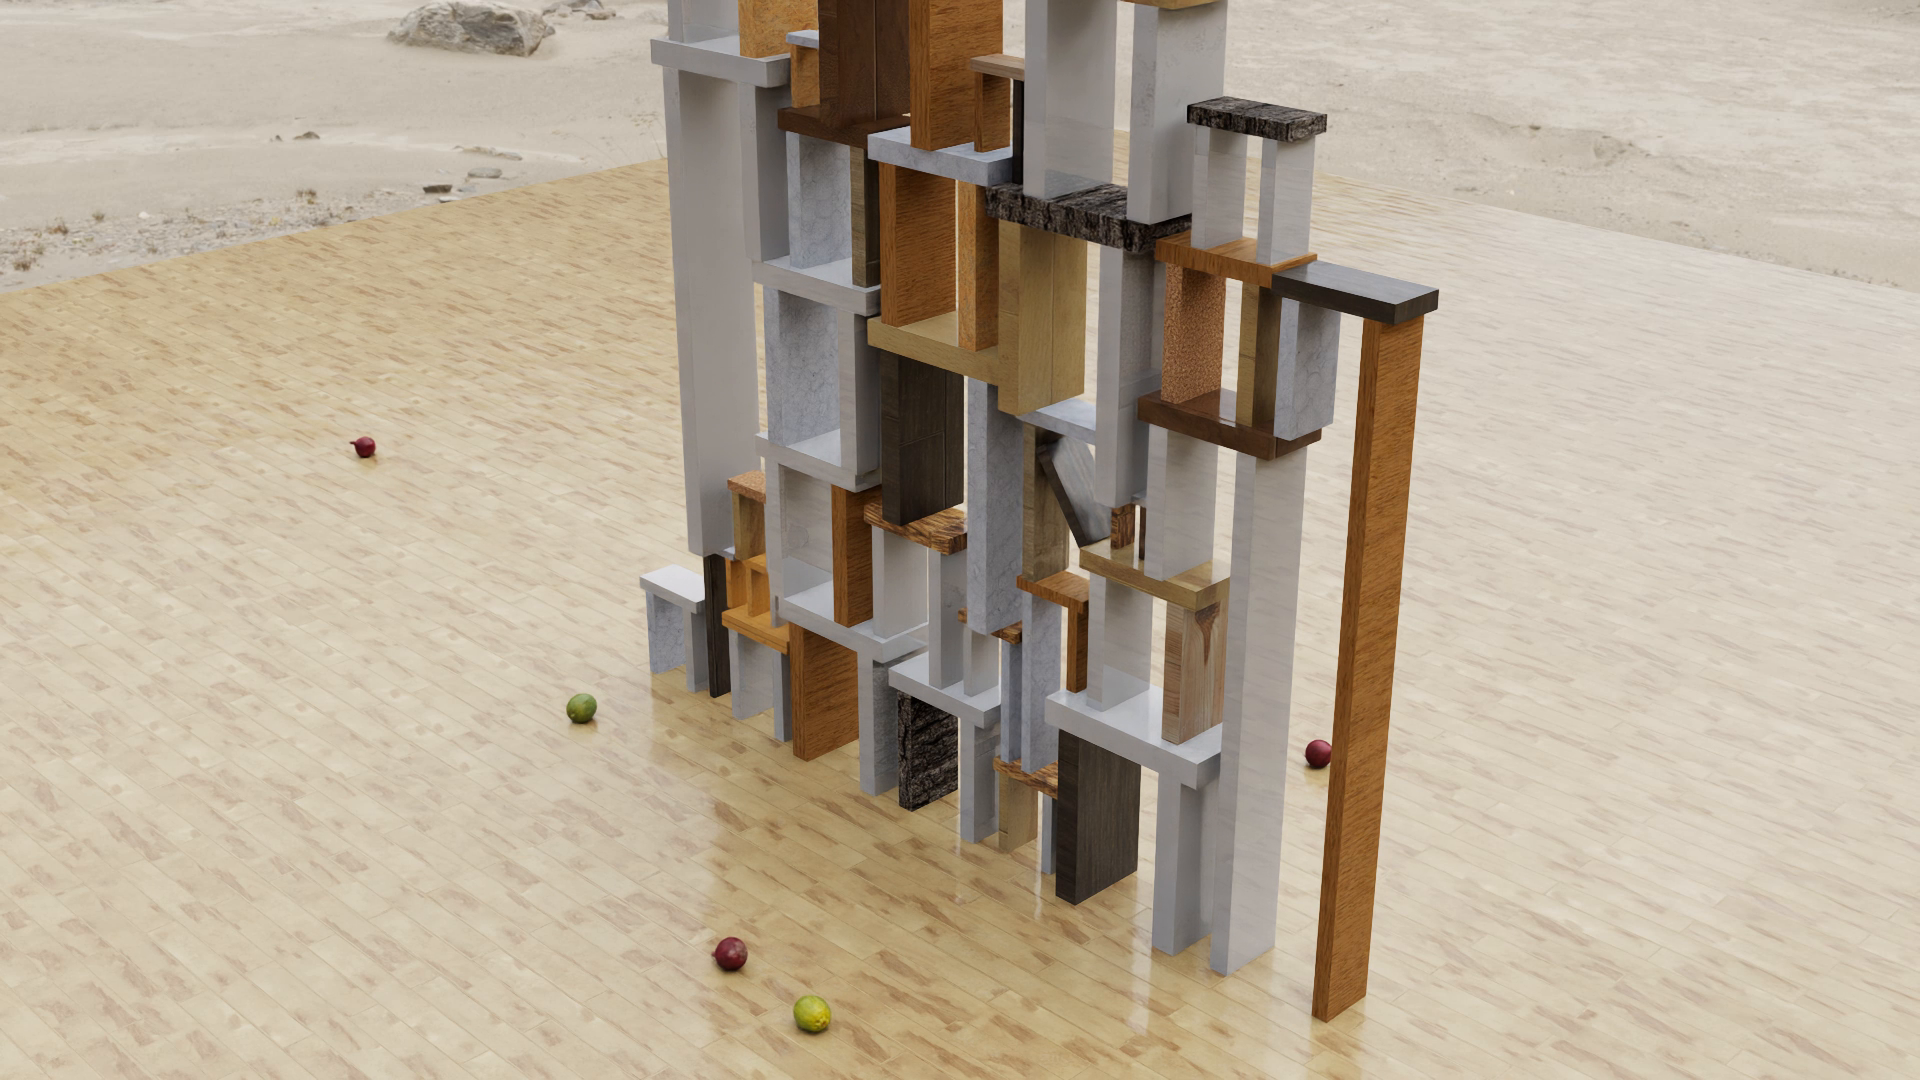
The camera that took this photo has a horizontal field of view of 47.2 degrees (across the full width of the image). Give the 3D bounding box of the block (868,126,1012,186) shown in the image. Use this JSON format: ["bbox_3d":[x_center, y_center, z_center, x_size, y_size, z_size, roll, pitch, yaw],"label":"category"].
[{"bbox_3d":[-0.006,-0.691,3.930,0.152,0.043,0.304,-21,31,-40],"label":"block"}]

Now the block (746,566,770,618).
[{"bbox_3d":[-0.432,0.103,4.740,0.016,0.116,0.058,21,31,41],"label":"block"}]

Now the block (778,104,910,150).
[{"bbox_3d":[-0.205,-0.779,4.119,0.264,0.037,0.132,21,31,40],"label":"block"}]

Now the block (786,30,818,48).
[{"bbox_3d":[-0.264,-0.934,4.110,0.120,0.017,0.060,21,31,40],"label":"block"}]

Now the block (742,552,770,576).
[{"bbox_3d":[-0.405,0.053,4.689,0.058,0.016,0.116,-21,31,-40],"label":"block"}]

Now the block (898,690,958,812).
[{"bbox_3d":[-0.064,0.406,4.463,0.038,0.265,0.133,21,31,41],"label":"block"}]

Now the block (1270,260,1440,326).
[{"bbox_3d":[0.608,-0.383,3.394,0.230,0.033,0.115,21,31,41],"label":"block"}]

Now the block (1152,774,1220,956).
[{"bbox_3d":[0.431,0.558,3.988,0.051,0.358,0.179,21,31,41],"label":"block"}]

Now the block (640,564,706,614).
[{"bbox_3d":[-0.618,0.109,4.949,0.203,0.029,0.101,21,31,41],"label":"block"}]

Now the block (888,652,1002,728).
[{"bbox_3d":[-0.002,0.291,4.346,0.265,0.038,0.133,21,31,41],"label":"block"}]

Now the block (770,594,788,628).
[{"bbox_3d":[-0.377,0.124,4.689,0.058,0.116,0.016,-21,31,-41],"label":"block"}]

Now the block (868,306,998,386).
[{"bbox_3d":[0.011,-0.366,4.061,0.173,0.049,0.346,-21,31,-40],"label":"block"}]

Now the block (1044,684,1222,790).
[{"bbox_3d":[0.347,0.337,3.985,0.358,0.051,0.179,21,31,41],"label":"block"}]

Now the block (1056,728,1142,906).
[{"bbox_3d":[0.262,0.492,4.143,0.051,0.358,0.179,21,31,41],"label":"block"}]

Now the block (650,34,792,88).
[{"bbox_3d":[-0.426,-0.941,4.282,0.344,0.049,0.172,21,31,40],"label":"block"}]

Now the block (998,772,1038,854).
[{"bbox_3d":[0.115,0.520,4.315,0.024,0.172,0.086,21,31,41],"label":"block"}]

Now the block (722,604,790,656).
[{"bbox_3d":[-0.402,0.185,4.735,0.215,0.030,0.108,21,31,41],"label":"block"}]

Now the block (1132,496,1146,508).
[{"bbox_3d":[0.311,-0.080,3.852,0.049,0.014,0.099,-21,31,-40],"label":"block"}]

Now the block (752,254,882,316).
[{"bbox_3d":[-0.235,-0.506,4.259,0.327,0.046,0.163,21,31,40],"label":"block"}]

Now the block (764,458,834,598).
[{"bbox_3d":[-0.328,-0.043,4.557,0.043,0.301,0.150,21,31,41],"label":"block"}]

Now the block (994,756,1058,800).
[{"bbox_3d":[0.156,0.446,4.239,0.172,0.024,0.086,21,31,41],"label":"block"}]

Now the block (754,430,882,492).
[{"bbox_3d":[-0.257,-0.173,4.425,0.301,0.043,0.150,21,31,40],"label":"block"}]

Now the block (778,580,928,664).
[{"bbox_3d":[-0.209,0.160,4.519,0.315,0.045,0.157,21,31,41],"label":"block"}]

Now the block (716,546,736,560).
[{"bbox_3d":[-0.507,0.014,4.779,0.117,0.017,0.058,21,31,40],"label":"block"}]

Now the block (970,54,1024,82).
[{"bbox_3d":[0.089,-0.812,3.778,0.070,0.020,0.140,-20,30,-39],"label":"block"}]

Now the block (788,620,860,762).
[{"bbox_3d":[-0.284,0.297,4.658,0.045,0.315,0.157,21,31,41],"label":"block"}]

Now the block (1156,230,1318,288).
[{"bbox_3d":[0.445,-0.458,3.552,0.237,0.034,0.118,21,31,40],"label":"block"}]

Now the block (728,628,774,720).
[{"bbox_3d":[-0.453,0.278,4.829,0.030,0.215,0.108,21,31,41],"label":"block"}]

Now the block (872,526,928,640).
[{"bbox_3d":[-0.119,0.068,4.378,0.034,0.237,0.118,21,31,41],"label":"block"}]

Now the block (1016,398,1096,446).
[{"bbox_3d":[0.202,-0.217,3.911,0.098,0.028,0.195,-20,30,-39],"label":"block"}]

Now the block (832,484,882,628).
[{"bbox_3d":[-0.186,0.012,4.427,0.043,0.301,0.150,21,31,41],"label":"block"}]

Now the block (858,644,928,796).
[{"bbox_3d":[-0.135,0.355,4.521,0.045,0.315,0.157,21,31,41],"label":"block"}]

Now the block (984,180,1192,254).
[{"bbox_3d":[0.228,-0.560,3.731,0.347,0.049,0.174,21,31,40],"label":"block"}]

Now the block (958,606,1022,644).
[{"bbox_3d":[0.077,0.156,4.201,0.076,0.022,0.152,-21,31,-40],"label":"block"}]

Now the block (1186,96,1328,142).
[{"bbox_3d":[0.464,-0.660,3.443,0.198,0.028,0.099,21,31,40],"label":"block"}]

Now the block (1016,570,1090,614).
[{"bbox_3d":[0.193,0.089,4.050,0.083,0.023,0.166,-21,31,-40],"label":"block"}]

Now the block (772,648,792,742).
[{"bbox_3d":[-0.351,0.318,4.736,0.030,0.215,0.108,21,31,41],"label":"block"}]

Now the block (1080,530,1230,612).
[{"bbox_3d":[0.353,0.050,3.865,0.266,0.038,0.133,21,31,41],"label":"block"}]

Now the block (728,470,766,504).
[{"bbox_3d":[-0.408,-0.108,4.619,0.156,0.022,0.078,21,31,41],"label":"block"}]

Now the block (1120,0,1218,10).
[{"bbox_3d":[0.269,-0.912,3.548,0.173,0.049,0.347,-21,31,-40],"label":"block"}]

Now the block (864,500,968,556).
[{"bbox_3d":[-0.063,-0.035,4.274,0.118,0.034,0.237,-21,31,-41],"label":"block"}]

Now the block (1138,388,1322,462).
[{"bbox_3d":[0.446,-0.202,3.648,0.139,0.039,0.278,-21,31,-41],"label":"block"}]

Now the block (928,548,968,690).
[{"bbox_3d":[-0.007,0.137,4.286,0.034,0.293,0.118,21,31,41],"label":"block"}]

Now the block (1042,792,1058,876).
[{"bbox_3d":[0.196,0.552,4.240,0.024,0.172,0.086,21,31,41],"label":"block"}]

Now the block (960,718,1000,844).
[{"bbox_3d":[0.061,0.455,4.348,0.038,0.265,0.133,21,31,41],"label":"block"}]
